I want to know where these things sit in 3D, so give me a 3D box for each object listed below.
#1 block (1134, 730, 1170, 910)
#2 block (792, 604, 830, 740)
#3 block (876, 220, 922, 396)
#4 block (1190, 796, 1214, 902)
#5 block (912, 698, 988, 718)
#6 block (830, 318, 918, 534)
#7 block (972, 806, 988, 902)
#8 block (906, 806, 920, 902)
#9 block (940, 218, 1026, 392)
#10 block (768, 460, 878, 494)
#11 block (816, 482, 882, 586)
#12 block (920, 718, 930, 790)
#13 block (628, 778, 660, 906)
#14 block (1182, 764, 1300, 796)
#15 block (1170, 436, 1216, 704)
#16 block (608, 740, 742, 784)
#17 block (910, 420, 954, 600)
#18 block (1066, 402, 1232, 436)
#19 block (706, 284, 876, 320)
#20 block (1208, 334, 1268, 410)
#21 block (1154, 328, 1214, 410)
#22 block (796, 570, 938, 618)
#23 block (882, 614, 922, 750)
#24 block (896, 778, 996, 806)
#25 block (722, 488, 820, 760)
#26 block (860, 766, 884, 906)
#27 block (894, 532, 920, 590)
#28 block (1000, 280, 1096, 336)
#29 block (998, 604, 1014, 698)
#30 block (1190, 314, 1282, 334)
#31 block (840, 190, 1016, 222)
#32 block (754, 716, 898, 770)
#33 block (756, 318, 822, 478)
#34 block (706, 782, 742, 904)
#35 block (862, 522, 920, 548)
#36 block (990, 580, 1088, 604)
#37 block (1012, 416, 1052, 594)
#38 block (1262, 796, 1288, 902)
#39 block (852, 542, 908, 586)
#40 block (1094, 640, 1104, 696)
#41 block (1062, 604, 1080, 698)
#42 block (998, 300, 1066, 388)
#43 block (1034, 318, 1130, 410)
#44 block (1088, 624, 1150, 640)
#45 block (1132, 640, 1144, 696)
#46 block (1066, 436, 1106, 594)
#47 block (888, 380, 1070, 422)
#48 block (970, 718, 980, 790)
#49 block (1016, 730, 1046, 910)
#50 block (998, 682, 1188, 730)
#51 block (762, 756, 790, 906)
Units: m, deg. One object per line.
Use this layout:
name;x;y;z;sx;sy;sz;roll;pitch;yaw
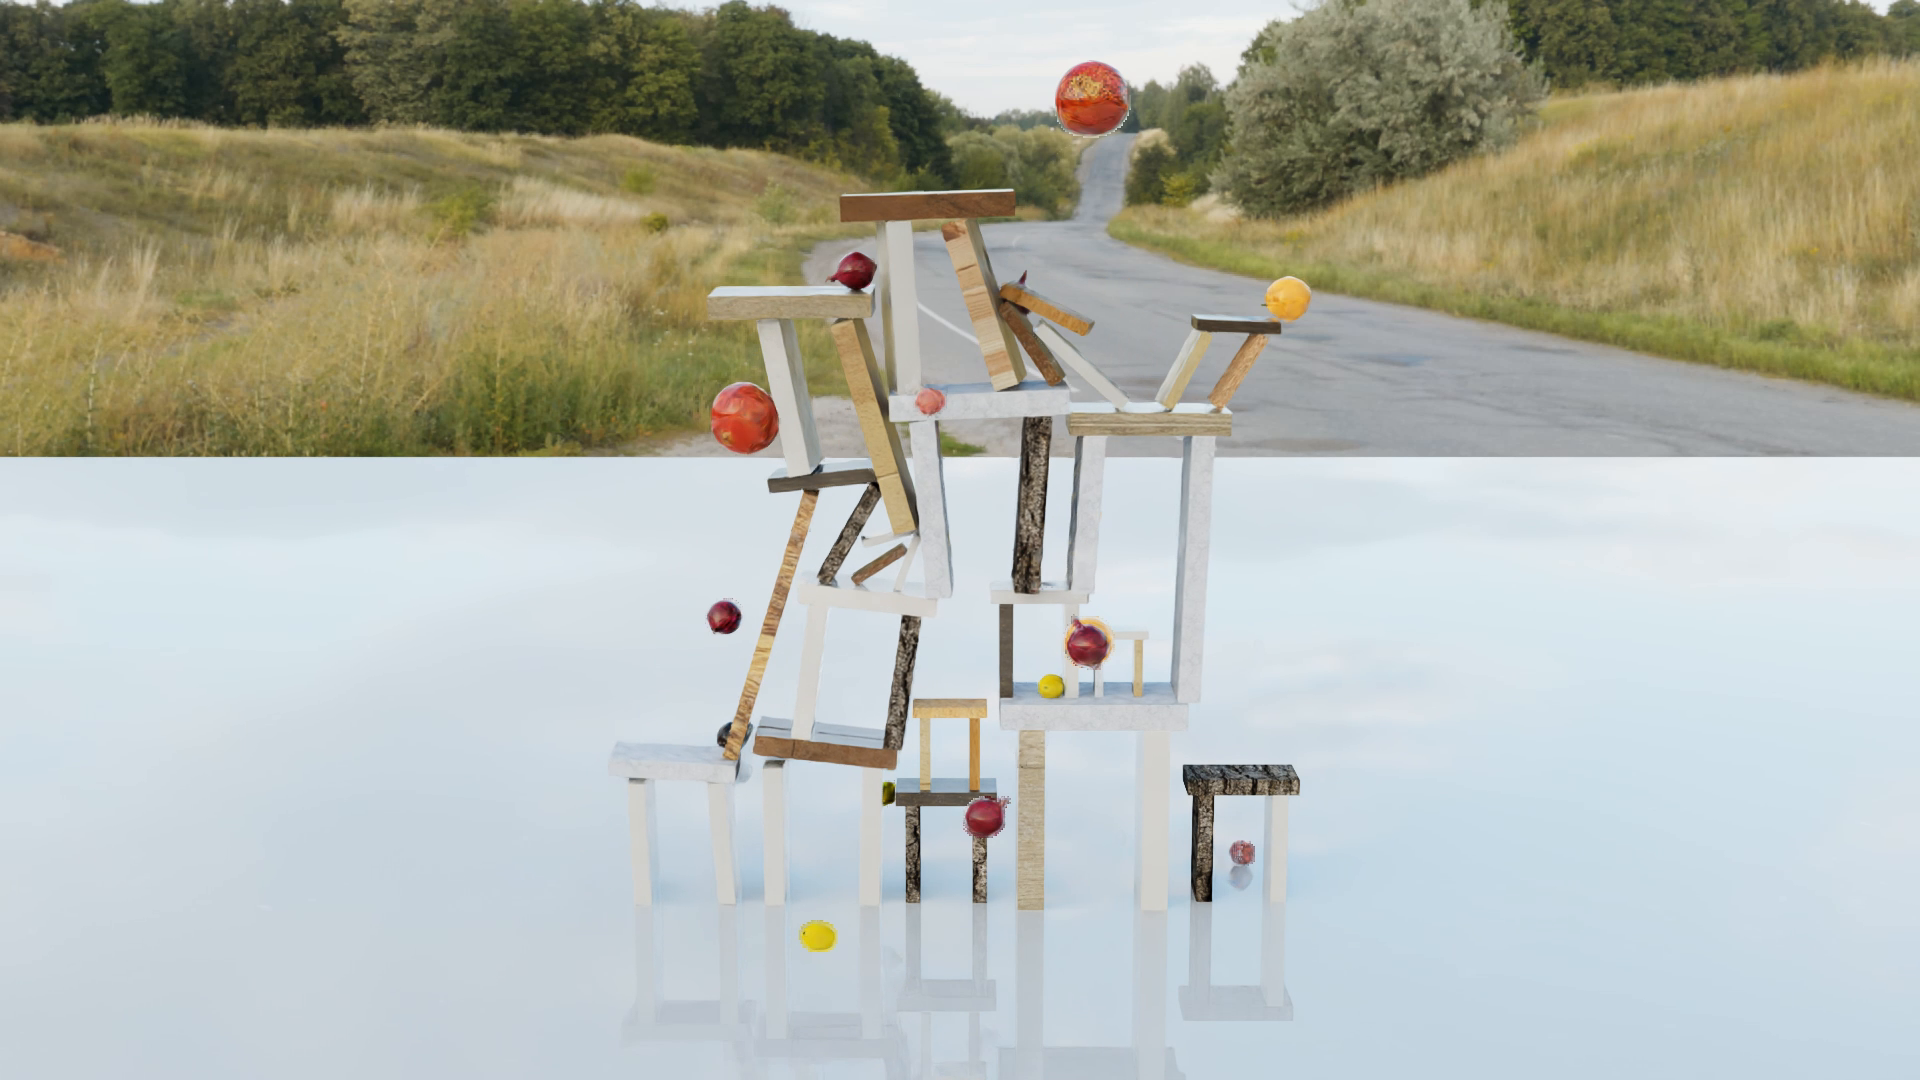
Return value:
block;0.317;0.442;3.638;0.043;0.302;0.151;0;11;0
block;-0.243;0.204;3.599;0.032;0.224;0.112;8;10;-1
block;-0.097;-0.373;3.495;0.039;0.272;0.136;-5;11;-9
block;0.403;0.499;3.657;0.026;0.183;0.091;0;11;0
block;-0.016;0.276;3.611;0.122;0.017;0.061;0;11;0
block;-0.132;-0.188;3.515;0.036;0.346;0.128;-16;10;7
block;0.033;0.509;3.650;0.023;0.166;0.083;0;11;0
block;-0.078;0.509;3.650;0.023;0.166;0.083;0;11;0
block;0.039;-0.379;3.501;0.039;0.272;0.136;-17;8;11
block;-0.217;-0.104;3.559;0.176;0.025;0.088;-6;12;7
block;-0.175;-0.016;3.558;0.025;0.175;0.088;30;10;-4
block;-0.057;0.344;3.623;0.017;0.122;0.061;0;11;0
block;-0.524;0.488;3.647;0.029;0.207;0.103;-2;11;0
block;0.464;0.397;3.638;0.183;0.026;0.091;0;11;0
block;0.376;0.038;3.565;0.036;0.433;0.127;2;11;0
block;-0.469;0.365;3.622;0.207;0.029;0.103;4;11;-2
block;-0.045;-0.059;3.550;0.040;0.286;0.142;-5;10;2
block;0.300;-0.194;3.520;0.255;0.036;0.127;0;11;0
block;-0.264;-0.377;3.481;0.256;0.036;0.128;-1;13;1
block;0.443;-0.272;3.507;0.019;0.133;0.067;32;10;-7
block;0.356;-0.274;3.499;0.019;0.133;0.067;26;9;-11
block;-0.148;0.087;3.577;0.224;0.032;0.112;6;10;-1
block;-0.093;0.221;3.602;0.032;0.224;0.112;8;10;-1
block;-0.023;0.416;3.633;0.166;0.023;0.083;0;11;0
block;-0.308;0.134;3.595;0.025;0.461;0.088;17;11;-4
block;-0.146;0.475;3.649;0.033;0.233;0.117;1;11;0
block;-0.084;0.032;3.562;0.014;0.096;0.048;21;10;-3
block;0.140;-0.371;3.512;0.151;0.021;0.076;27;13;6
block;0.075;0.173;3.597;0.022;0.157;0.078;0;11;0
block;0.438;-0.343;3.488;0.133;0.019;0.067;2;13;-3
block;-0.051;-0.528;3.468;0.272;0.039;0.136;-2;10;-1
block;-0.218;0.334;3.623;0.233;0.033;0.117;6;10;-1
block;-0.274;-0.239;3.540;0.036;0.256;0.128;-10;12;7
block;-0.391;0.488;3.647;0.029;0.207;0.103;-4;11;0
block;-0.111;-0.010;3.547;0.096;0.014;0.048;-16;10;2
block;0.128;0.085;3.579;0.157;0.022;0.078;0;11;0
block;0.115;-0.066;3.548;0.040;0.284;0.142;4;10;-1
block;0.525;0.499;3.657;0.026;0.183;0.091;0;11;0
block;-0.131;0.039;3.566;0.096;0.014;0.048;-32;8;7
block;0.227;0.204;3.596;0.014;0.095;0.048;0;11;0
block;0.181;0.172;3.597;0.022;0.157;0.078;0;11;-1
block;0.115;-0.316;3.509;0.021;0.151;0.076;-34;4;12
block;0.194;-0.280;3.506;0.184;0.021;0.076;41;9;-7
block;0.259;0.150;3.586;0.095;0.014;0.048;0;11;0
block;0.290;0.204;3.596;0.014;0.095;0.048;0;11;0
block;0.203;-0.050;3.546;0.036;0.255;0.127;3;10;-2
block;0.030;-0.223;3.520;0.284;0.040;0.142;-2;10;0
block;0.024;0.344;3.623;0.017;0.122;0.061;0;11;0
block;0.116;0.442;3.638;0.043;0.302;0.151;0;10;0
block;0.216;0.272;3.607;0.302;0.043;0.151;0;11;0
block;-0.305;0.475;3.649;0.033;0.233;0.117;0;11;0
